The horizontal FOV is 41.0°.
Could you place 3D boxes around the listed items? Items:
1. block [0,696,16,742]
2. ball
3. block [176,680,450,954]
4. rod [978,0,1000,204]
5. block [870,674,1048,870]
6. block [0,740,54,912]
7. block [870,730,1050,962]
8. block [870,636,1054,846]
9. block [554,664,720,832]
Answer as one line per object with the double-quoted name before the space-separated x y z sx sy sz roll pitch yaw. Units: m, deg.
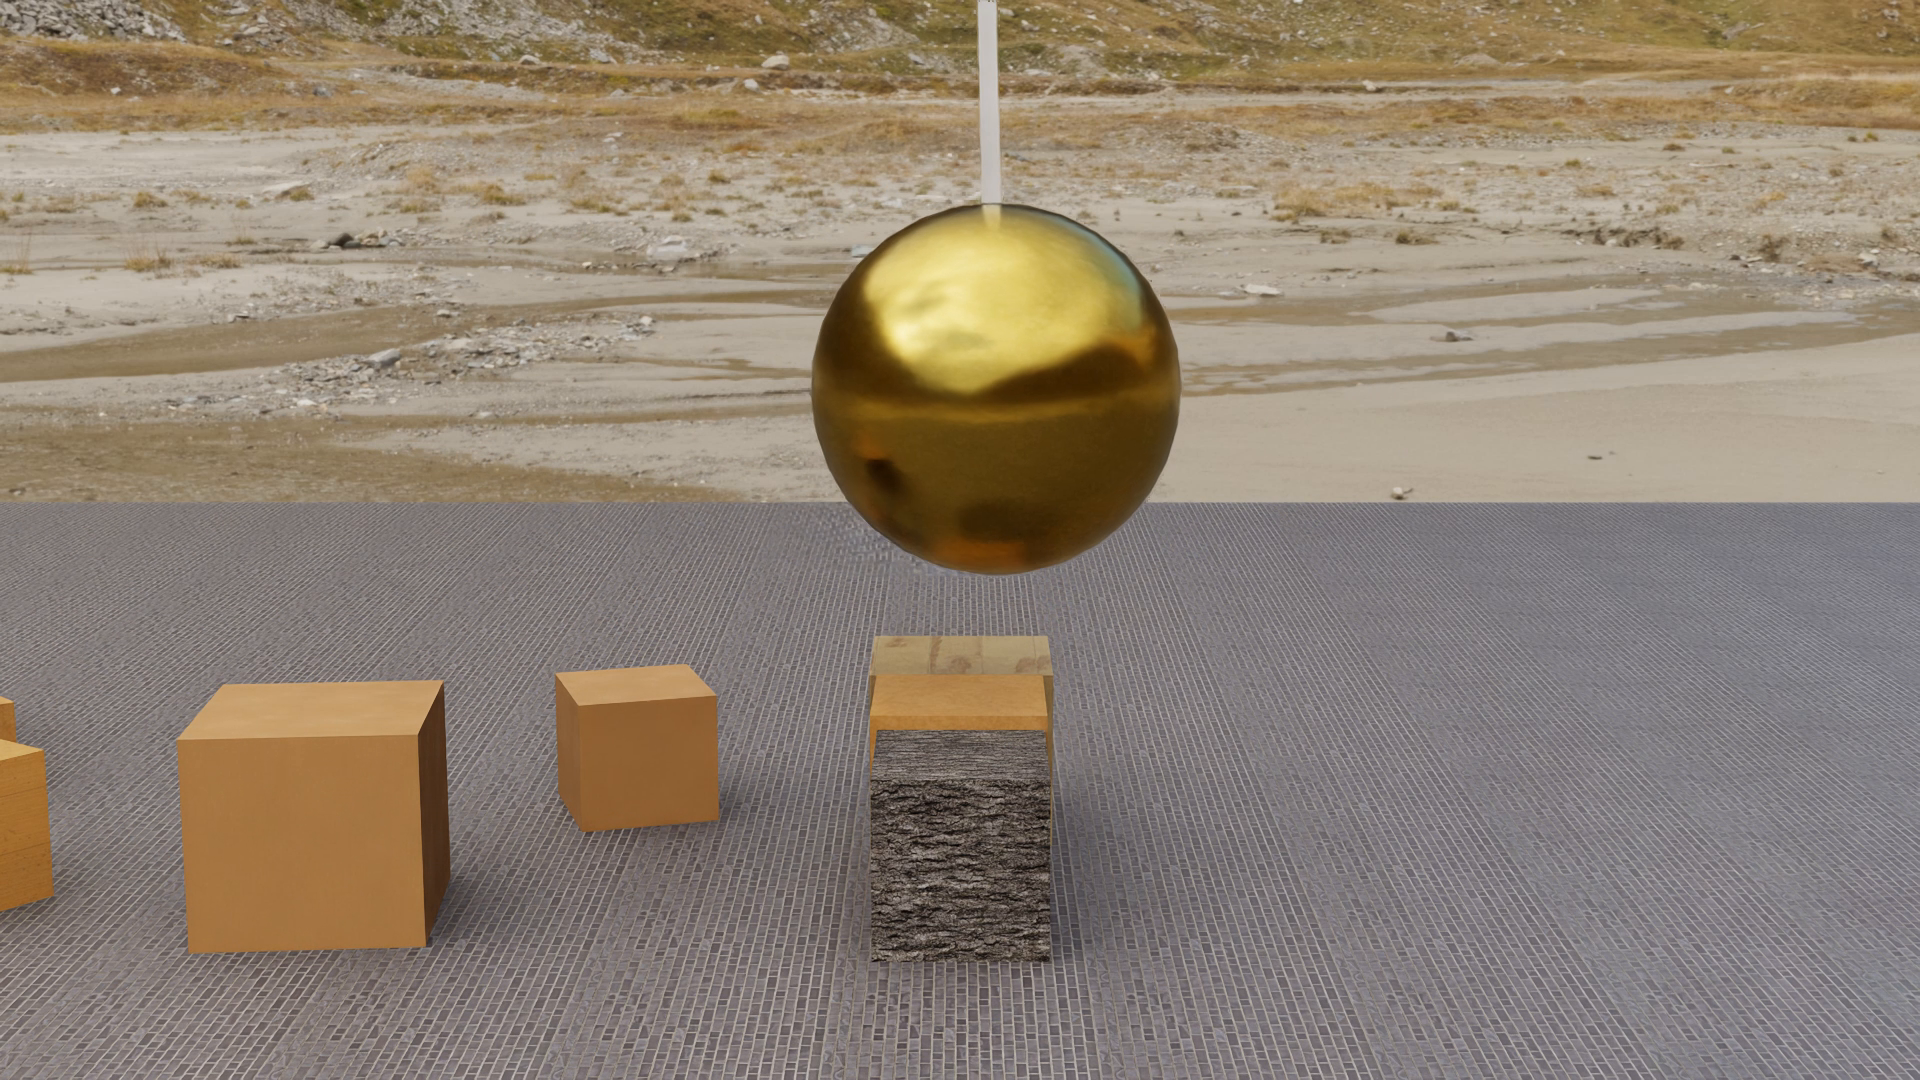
"block" -5.008 1.021 12.693 0.503 0.450 0.466 -9 14 -42
"ball" 0.154 -0.648 11.062 1.600 1.600 1.600 0 10 0
"block" -2.687 1.142 10.792 0.945 0.891 0.941 -1 10 -5
"rod" 0.067 -3.992 10.454 0.080 5.200 0.080 -1 10 0
"block" -0.003 1.080 11.348 0.754 0.815 0.761 0 10 0
"block" -4.383 1.230 10.983 0.683 0.651 0.637 7 13 35
"block" 0.003 1.249 10.588 0.712 0.755 0.785 0 10 0
"block" 0.006 0.938 12.148 0.838 0.807 0.829 0 10 0
"block" -1.566 0.993 12.396 0.656 0.611 0.692 -3 11 -18
